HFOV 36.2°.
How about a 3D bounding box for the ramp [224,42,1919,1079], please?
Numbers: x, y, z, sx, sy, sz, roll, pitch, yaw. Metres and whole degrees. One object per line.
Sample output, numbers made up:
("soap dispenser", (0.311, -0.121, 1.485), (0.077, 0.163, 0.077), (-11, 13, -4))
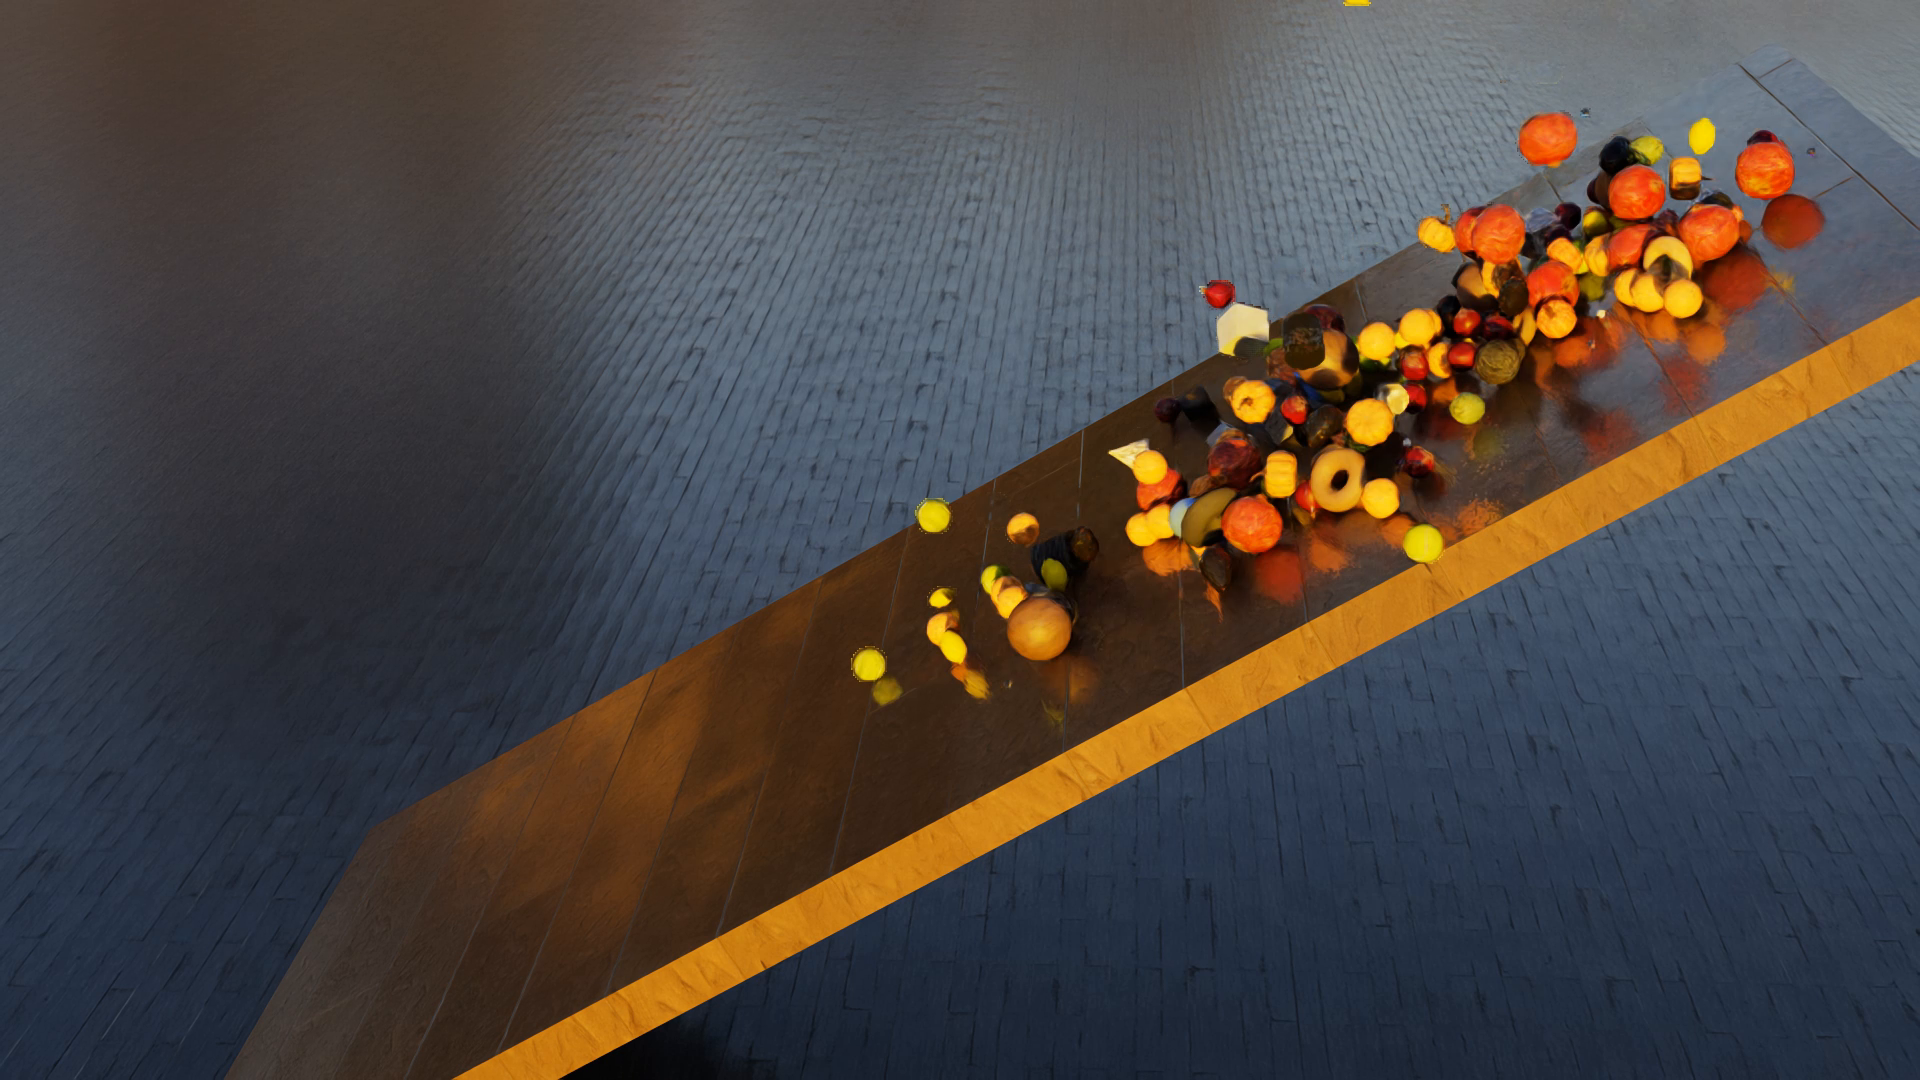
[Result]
("ramp", (0.141, 0.168, 6.288), (4.000, 0.100, 2.000), (-29, 15, 13))

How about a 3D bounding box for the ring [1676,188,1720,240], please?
("ring", (1.469, -0.649, 5.848), (0.040, 0.121, 0.121), (41, 32, 11))

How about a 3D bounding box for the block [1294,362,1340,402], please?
("block", (0.767, -0.342, 6.325), (0.066, 0.066, 0.066), (-31, 15, 4))

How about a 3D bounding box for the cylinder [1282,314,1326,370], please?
("cylinder", (0.670, -0.388, 5.743), (0.078, 0.078, 0.078), (-1, 54, -2))

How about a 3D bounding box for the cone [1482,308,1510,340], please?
("cone", (1.088, -0.439, 5.924), (0.060, 0.060, 0.060), (9, 20, -3))

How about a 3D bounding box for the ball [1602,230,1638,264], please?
("ball", (1.338, -0.594, 5.959), (0.069, 0.069, 0.069), (0, 19, 0))

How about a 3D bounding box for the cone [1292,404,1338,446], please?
("cone", (0.748, -0.245, 6.102), (0.088, 0.088, 0.088), (-9, 21, -20))

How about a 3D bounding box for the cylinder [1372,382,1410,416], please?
("cylinder", (0.840, -0.277, 5.736), (0.062, 0.062, 0.062), (0, 8, -1))

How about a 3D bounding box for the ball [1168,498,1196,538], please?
("ball", (0.463, -0.043, 5.944), (0.085, 0.085, 0.085), (0, 19, 0))

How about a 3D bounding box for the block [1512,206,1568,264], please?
("block", (1.237, -0.650, 6.273), (0.077, 0.077, 0.077), (-31, 33, -11))

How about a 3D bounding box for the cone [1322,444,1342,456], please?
("cone", (0.766, -0.160, 5.799), (0.073, 0.073, 0.073), (-11, 22, -34))

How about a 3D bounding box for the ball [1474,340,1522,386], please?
("ball", (1.045, -0.346, 5.718), (0.090, 0.090, 0.090), (0, 19, 0))

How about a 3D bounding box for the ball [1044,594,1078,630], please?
("ball", (0.203, 0.145, 5.899), (0.070, 0.070, 0.070), (0, 19, 0))

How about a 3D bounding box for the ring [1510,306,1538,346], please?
("ring", (1.123, -0.424, 5.860), (0.030, 0.089, 0.089), (15, 17, -12))

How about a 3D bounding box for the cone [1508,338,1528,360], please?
("cone", (1.109, -0.375, 5.809), (0.054, 0.054, 0.054), (-9, 20, -44))

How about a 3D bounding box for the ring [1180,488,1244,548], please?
("ring", (0.488, -0.044, 5.700), (0.141, 0.141, 0.047), (-15, 52, -37))

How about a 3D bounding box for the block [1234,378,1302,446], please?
("block", (0.663, -0.271, 6.231), (0.100, 0.100, 0.100), (-38, 14, -11))

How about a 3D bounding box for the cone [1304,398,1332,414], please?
("cone", (0.759, -0.274, 6.157), (0.054, 0.054, 0.054), (-10, 8, 41))

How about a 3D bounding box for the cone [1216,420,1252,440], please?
("cone", (0.595, -0.227, 6.373), (0.072, 0.072, 0.072), (0, 19, 12))

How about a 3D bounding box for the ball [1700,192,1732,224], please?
("ball", (1.477, -0.649, 5.742), (0.062, 0.062, 0.062), (0, 19, 0))

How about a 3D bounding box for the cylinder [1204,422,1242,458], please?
("cylinder", (0.566, -0.216, 6.318), (0.057, 0.057, 0.057), (40, 7, -6))

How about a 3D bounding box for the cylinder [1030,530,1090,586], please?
("cylinder", (0.211, 0.038, 6.192), (0.090, 0.090, 0.090), (-24, 7, 28))

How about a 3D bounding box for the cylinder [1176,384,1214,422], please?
("cylinder", (0.537, -0.313, 6.708), (0.063, 0.063, 0.063), (-32, 22, 1))

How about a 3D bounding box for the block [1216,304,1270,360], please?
("block", (0.618, -0.455, 6.419), (0.080, 0.080, 0.080), (12, -30, -24))

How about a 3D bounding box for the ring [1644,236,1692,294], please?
("ring", (1.354, -0.527, 5.627), (0.038, 0.114, 0.114), (-13, 23, -30))

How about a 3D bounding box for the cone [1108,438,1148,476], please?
("cone", (0.369, -0.190, 6.531), (0.087, 0.087, 0.087), (7, 19, -4))
